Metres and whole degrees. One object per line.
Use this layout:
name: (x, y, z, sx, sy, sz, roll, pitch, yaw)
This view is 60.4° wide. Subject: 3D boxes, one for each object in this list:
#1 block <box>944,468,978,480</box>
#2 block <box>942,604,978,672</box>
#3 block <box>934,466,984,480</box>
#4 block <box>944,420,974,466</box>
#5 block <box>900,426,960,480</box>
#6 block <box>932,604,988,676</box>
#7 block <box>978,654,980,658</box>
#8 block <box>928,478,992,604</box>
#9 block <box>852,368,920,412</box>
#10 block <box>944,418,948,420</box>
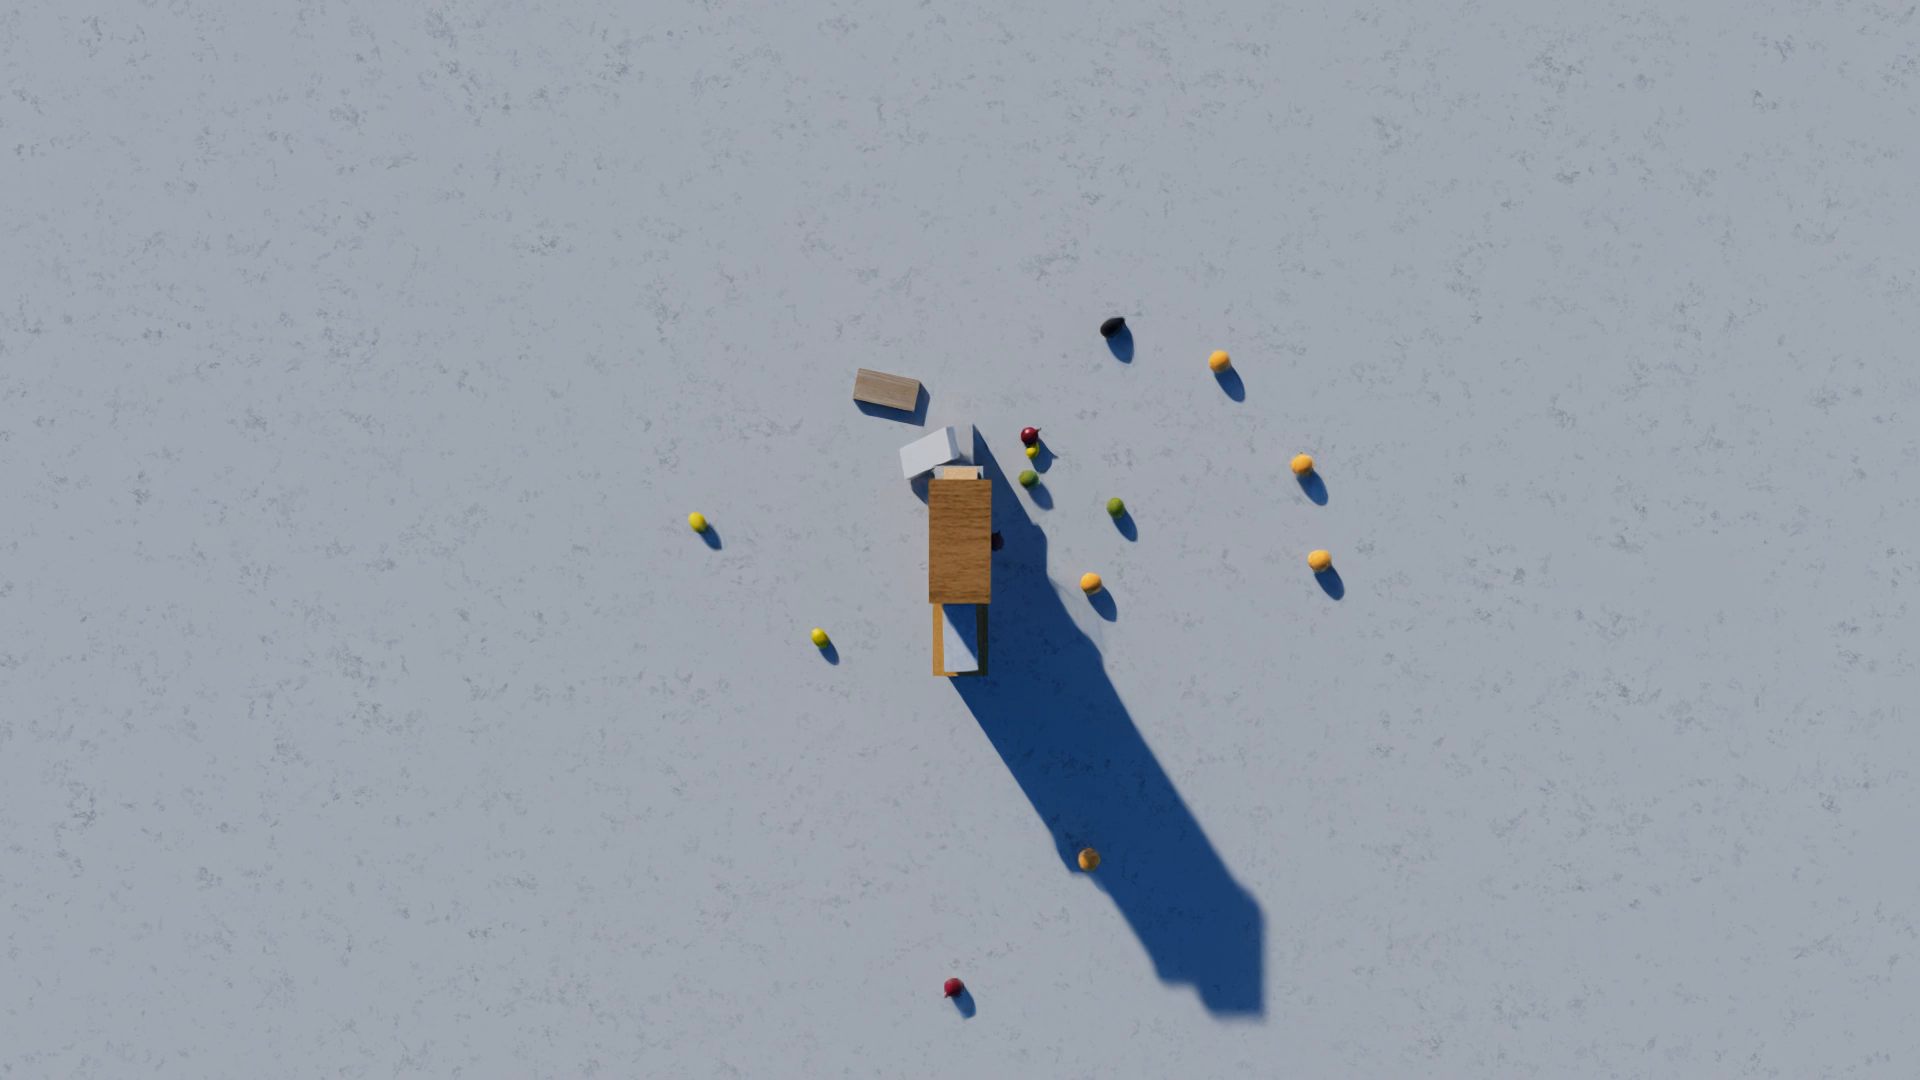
block: (0.000, -0.182, 5.049, 0.104, 0.208, 0.029, 1, 107, 0)
block: (0.001, 0.289, 4.894, 0.100, 0.028, 0.200, -2, 90, 0)
block: (-0.003, -0.079, 5.174, 0.152, 0.043, 0.304, 0, 90, 0)
block: (-0.004, -0.294, 5.300, 0.093, 0.026, 0.186, 0, 91, 0)
block: (-0.101, -0.280, 5.339, 0.029, 0.343, 0.104, -9, 85, -28)
block: (0.001, 0.250, 5.133, 0.171, 0.049, 0.343, 0, 90, 0)
block: (0.007, 0.351, 5.008, 0.100, 0.200, 0.028, 3, 91, 0)
block: (0.000, 0.003, 4.728, 0.177, 0.050, 0.355, 0, 90, 0)
block: (-0.244, -0.499, 5.485, 0.208, 0.029, 0.104, 12, 90, 0)
block: (-0.007, -0.370, 5.406, 0.093, 0.186, 0.026, 1, 102, 0)
